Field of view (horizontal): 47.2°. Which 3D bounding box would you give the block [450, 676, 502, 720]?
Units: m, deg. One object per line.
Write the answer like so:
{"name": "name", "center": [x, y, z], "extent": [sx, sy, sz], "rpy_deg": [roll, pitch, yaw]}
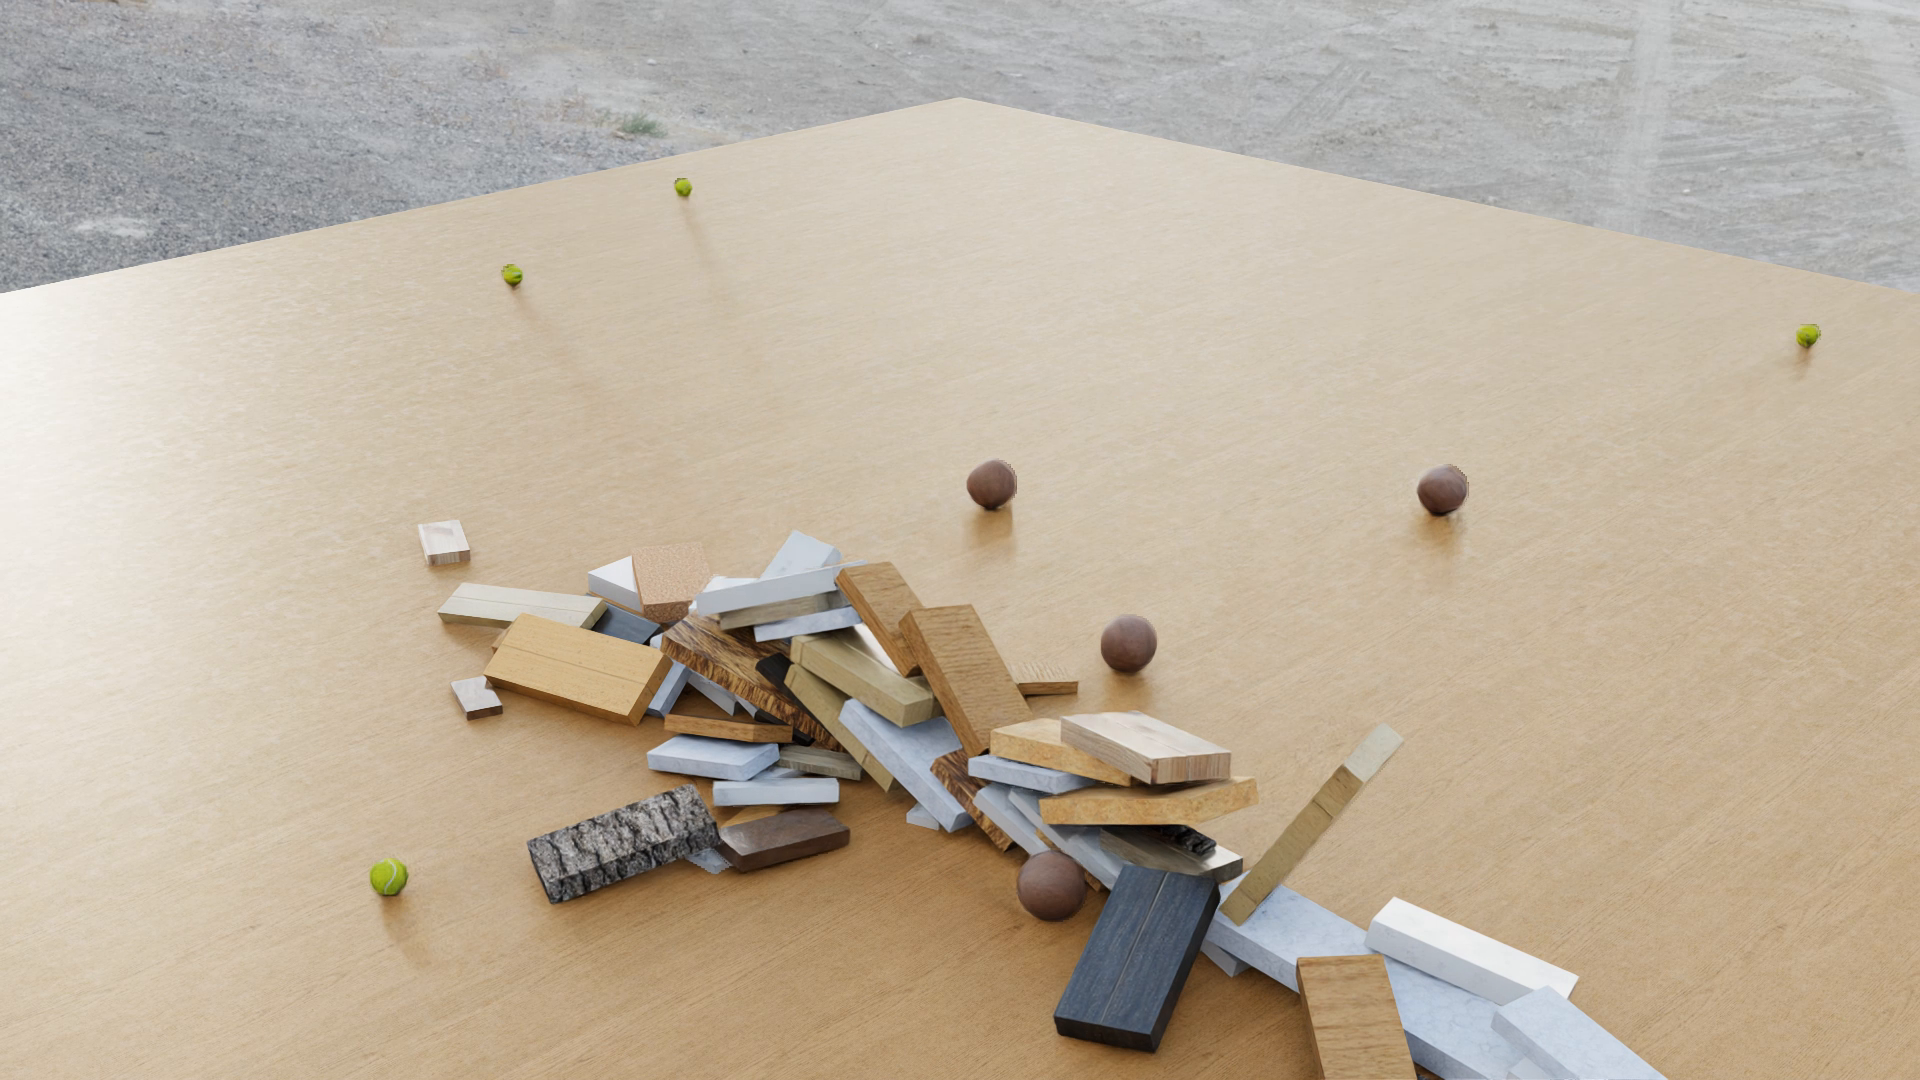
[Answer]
{"name": "block", "center": [-1.079, 0.352, 4.902], "extent": [0.079, 0.022, 0.158], "rpy_deg": [-10, 25, -23]}

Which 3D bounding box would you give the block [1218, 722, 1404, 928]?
{"name": "block", "center": [0.608, 0.497, 3.823], "extent": [0.049, 0.416, 0.172], "rpy_deg": [42, 38, 13]}

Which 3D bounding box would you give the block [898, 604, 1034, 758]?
{"name": "block", "center": [0.023, 0.289, 4.493], "extent": [0.172, 0.049, 0.345], "rpy_deg": [-4, 54, -42]}

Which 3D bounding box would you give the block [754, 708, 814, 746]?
{"name": "block", "center": [-0.364, 0.390, 4.695], "extent": [0.136, 0.019, 0.068], "rpy_deg": [26, 36, 17]}

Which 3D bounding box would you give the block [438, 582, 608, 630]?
{"name": "block", "center": [-1.039, 0.166, 5.203], "extent": [0.451, 0.030, 0.107], "rpy_deg": [5, 43, 32]}

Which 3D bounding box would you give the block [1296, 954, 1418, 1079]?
{"name": "block", "center": [0.653, 0.819, 3.610], "extent": [0.146, 0.041, 0.351], "rpy_deg": [-2, 32, -1]}

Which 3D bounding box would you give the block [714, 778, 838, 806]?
{"name": "block", "center": [-0.374, 0.509, 4.451], "extent": [0.249, 0.035, 0.122], "rpy_deg": [-1, 1, -7]}

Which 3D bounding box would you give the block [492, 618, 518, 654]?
{"name": "block", "center": [-0.959, 0.242, 5.051], "extent": [0.213, 0.030, 0.107], "rpy_deg": [12, 45, 27]}

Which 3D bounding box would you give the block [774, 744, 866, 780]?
{"name": "block", "center": [-0.286, 0.464, 4.596], "extent": [0.192, 0.019, 0.068], "rpy_deg": [7, 24, 17]}

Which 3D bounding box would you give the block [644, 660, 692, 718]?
{"name": "block", "center": [-0.735, 0.309, 4.906], "extent": [0.250, 0.035, 0.125], "rpy_deg": [13, 59, 28]}

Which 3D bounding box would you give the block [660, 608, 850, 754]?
{"name": "block", "center": [-0.399, 0.295, 4.757], "extent": [0.490, 0.048, 0.170], "rpy_deg": [27, 37, 18]}

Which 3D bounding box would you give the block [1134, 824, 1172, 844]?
{"name": "block", "center": [0.376, 0.540, 4.120], "extent": [0.047, 0.013, 0.094], "rpy_deg": [-12, 21, -34]}

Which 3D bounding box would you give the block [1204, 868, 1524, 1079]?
{"name": "block", "center": [0.731, 0.777, 3.781], "extent": [0.716, 0.050, 0.177], "rpy_deg": [26, 34, 37]}

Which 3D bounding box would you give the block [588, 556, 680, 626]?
{"name": "block", "center": [-0.735, 0.123, 5.409], "extent": [0.347, 0.049, 0.173], "rpy_deg": [19, 30, 38]}

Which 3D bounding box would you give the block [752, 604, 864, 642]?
{"name": "block", "center": [-0.297, 0.171, 4.698], "extent": [0.276, 0.039, 0.138], "rpy_deg": [-11, 1, 43]}

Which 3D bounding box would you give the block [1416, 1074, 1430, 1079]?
{"name": "block", "center": [0.648, 0.924, 3.535], "extent": [0.130, 0.037, 0.259], "rpy_deg": [19, 29, 37]}

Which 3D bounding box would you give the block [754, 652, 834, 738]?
{"name": "block", "center": [-0.267, 0.372, 4.621], "extent": [0.403, 0.021, 0.072], "rpy_deg": [38, 35, 24]}

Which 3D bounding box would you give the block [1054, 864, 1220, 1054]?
{"name": "block", "center": [0.312, 0.724, 3.829], "extent": [0.177, 0.050, 0.355], "rpy_deg": [5, 41, 26]}

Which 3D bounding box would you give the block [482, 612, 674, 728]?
{"name": "block", "center": [-0.854, 0.287, 4.911], "extent": [0.409, 0.049, 0.173], "rpy_deg": [13, 59, 27]}

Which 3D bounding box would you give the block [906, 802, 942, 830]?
{"name": "block", "center": [-0.042, 0.539, 4.463], "extent": [0.072, 0.021, 0.145], "rpy_deg": [11, 25, 24]}

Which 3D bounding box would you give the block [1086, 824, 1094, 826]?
{"name": "block", "center": [0.334, 0.519, 4.156], "extent": [0.188, 0.013, 0.047], "rpy_deg": [-10, 2, 23]}

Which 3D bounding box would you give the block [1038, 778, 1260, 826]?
{"name": "block", "center": [0.347, 0.487, 4.097], "extent": [0.169, 0.048, 0.408], "rpy_deg": [-12, 2, -40]}

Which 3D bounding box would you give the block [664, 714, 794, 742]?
{"name": "block", "center": [-0.491, 0.399, 4.655], "extent": [0.250, 0.035, 0.125], "rpy_deg": [3, -4, 36]}

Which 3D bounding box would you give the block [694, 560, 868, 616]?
{"name": "block", "center": [-0.384, 0.104, 4.768], "extent": [0.340, 0.048, 0.170], "rpy_deg": [-11, 1, 24]}

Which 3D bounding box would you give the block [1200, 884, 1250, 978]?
{"name": "block", "center": [0.452, 0.683, 4.018], "extent": [0.127, 0.036, 0.254], "rpy_deg": [-19, 45, -39]}

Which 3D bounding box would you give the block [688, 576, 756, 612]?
{"name": "block", "center": [-0.456, 0.146, 5.023], "extent": [0.292, 0.041, 0.146], "rpy_deg": [3, 29, 20]}

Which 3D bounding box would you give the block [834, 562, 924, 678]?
{"name": "block", "center": [-0.131, 0.164, 4.589], "extent": [0.138, 0.039, 0.276], "rpy_deg": [-8, 52, -45]}

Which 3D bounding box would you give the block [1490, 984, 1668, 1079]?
{"name": "block", "center": [0.992, 0.824, 3.518], "extent": [0.130, 0.037, 0.259], "rpy_deg": [-14, 37, -34]}

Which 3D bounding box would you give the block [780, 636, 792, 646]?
{"name": "block", "center": [-0.386, 0.224, 5.036], "extent": [0.244, 0.122, 0.035], "rpy_deg": [-8, 20, 0]}

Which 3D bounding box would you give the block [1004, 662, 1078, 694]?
{"name": "block", "center": [0.099, 0.313, 4.954], "extent": [0.320, 0.029, 0.104], "rpy_deg": [-1, 23, -13]}

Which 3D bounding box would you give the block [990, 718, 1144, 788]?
{"name": "block", "center": [0.244, 0.411, 4.278], "extent": [0.338, 0.048, 0.169], "rpy_deg": [9, 11, 39]}
